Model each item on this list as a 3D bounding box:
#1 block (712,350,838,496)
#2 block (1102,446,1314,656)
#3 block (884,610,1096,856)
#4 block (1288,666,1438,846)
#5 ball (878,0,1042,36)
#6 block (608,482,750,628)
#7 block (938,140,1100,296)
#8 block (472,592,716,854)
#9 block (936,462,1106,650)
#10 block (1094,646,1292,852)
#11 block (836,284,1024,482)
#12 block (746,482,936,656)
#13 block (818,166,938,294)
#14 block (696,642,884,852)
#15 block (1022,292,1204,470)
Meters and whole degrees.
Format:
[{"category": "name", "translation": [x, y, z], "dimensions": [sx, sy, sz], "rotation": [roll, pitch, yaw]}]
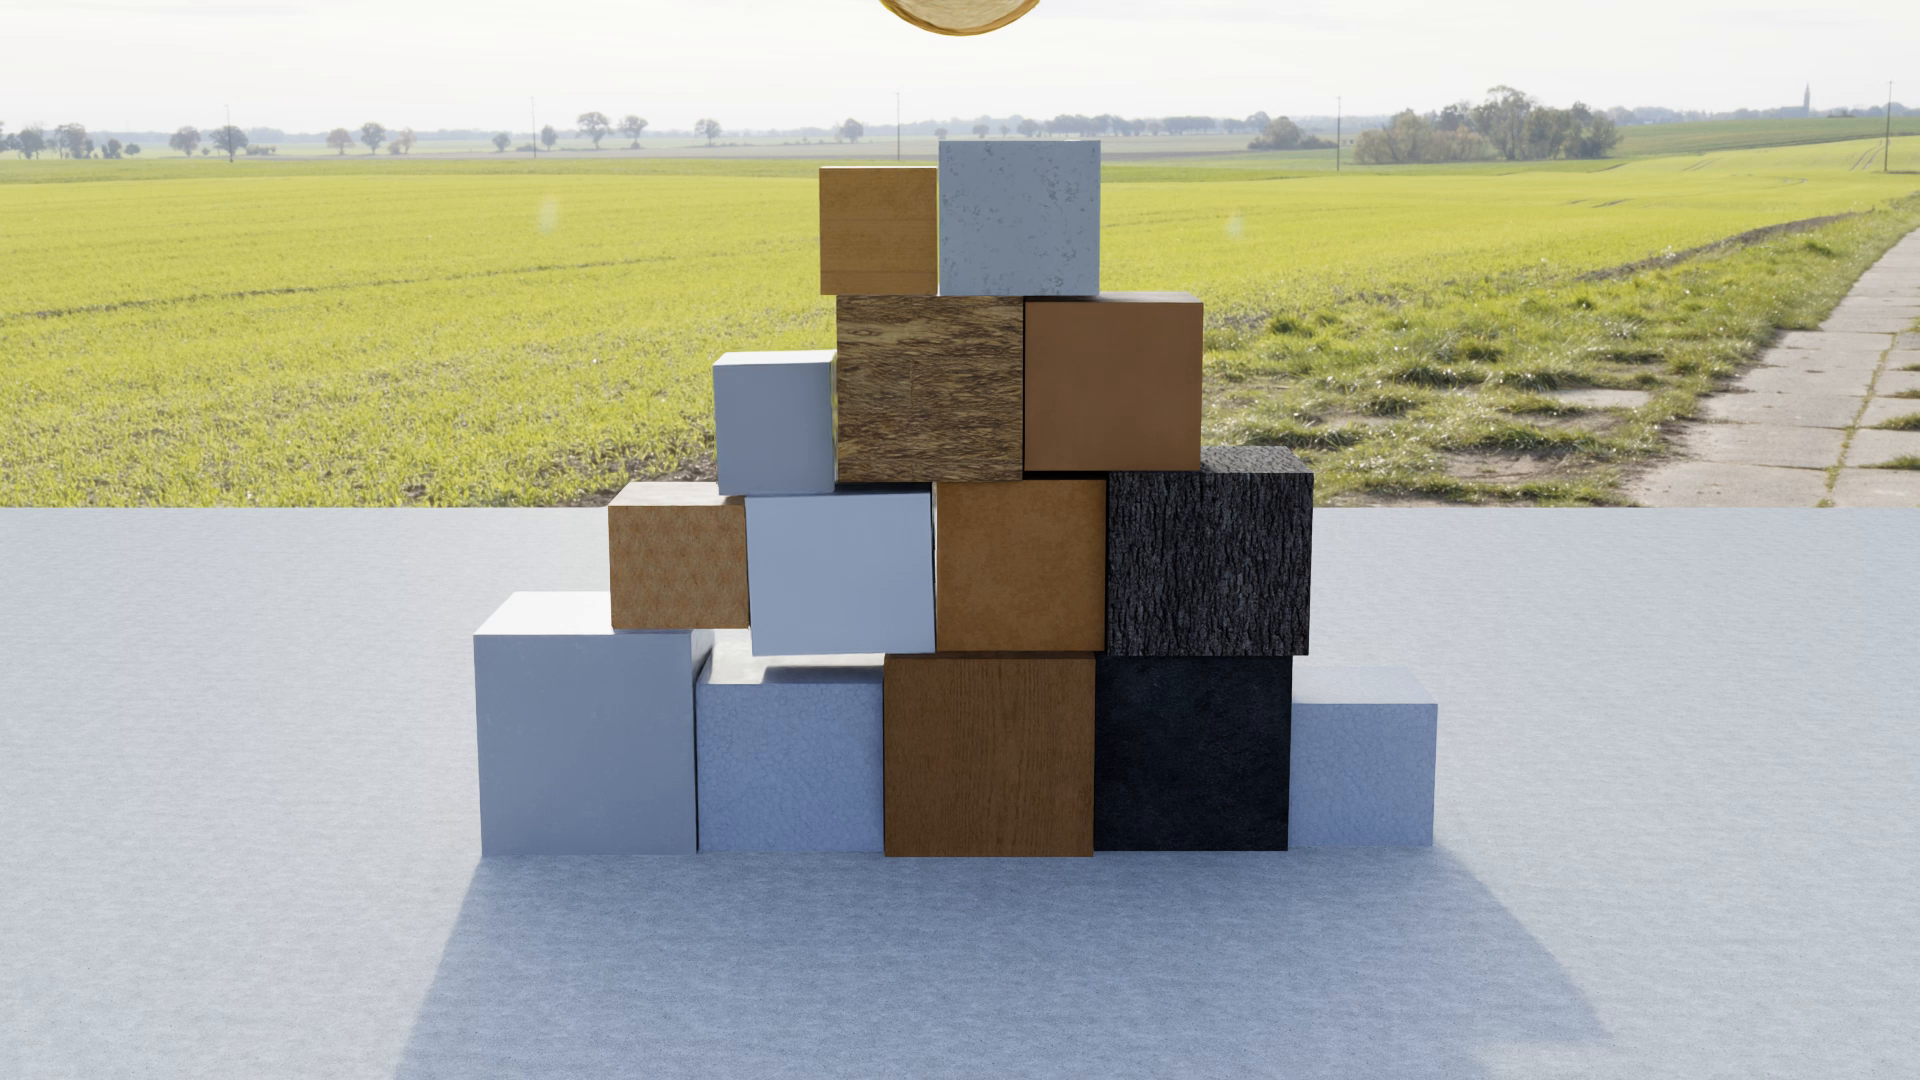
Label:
[{"category": "block", "translation": [-0.910, -0.597, 11.059], "dimensions": [0.570, 0.646, 0.612], "rotation": [-2, 10, 0]}, {"category": "block", "translation": [1.220, 0.037, 11.190], "dimensions": [0.987, 0.908, 0.945], "rotation": [0, 10, 0]}, {"category": "block", "translation": [0.145, 0.977, 11.378], "dimensions": [1.033, 1.007, 1.126], "rotation": [0, 10, 0]}, {"category": "block", "translation": [2.015, 1.109, 11.398], "dimensions": [0.731, 0.740, 0.777], "rotation": [0, 10, 0]}, {"category": "ball", "translation": [0.000, -4.394, 15.621], "dimensions": [1.600, 1.600, 1.600], "rotation": [0, 10, 0]}, {"category": "block", "translation": [-1.385, 0.069, 11.174], "dimensions": [0.676, 0.619, 0.739], "rotation": [0, 10, 0]}, {"category": "block", "translation": [0.285, -1.602, 10.870], "dimensions": [0.772, 0.735, 0.692], "rotation": [0, 10, 0]}, {"category": "block", "translation": [-1.848, 0.922, 11.356], "dimensions": [1.066, 1.124, 1.029], "rotation": [0, 10, 0]}, {"category": "block", "translation": [0.301, 0.065, 11.187], "dimensions": [0.829, 0.857, 0.716], "rotation": [0, 10, 0]}, {"category": "block", "translation": [1.155, 0.979, 11.367], "dimensions": [0.968, 1.007, 0.920], "rotation": [0, 10, 0]}, {"category": "block", "translation": [-0.145, -0.801, 11.042], "dimensions": [0.896, 0.900, 0.849], "rotation": [0, 10, 0]}, {"category": "block", "translation": [-0.586, 0.101, 11.196], "dimensions": [0.904, 0.794, 0.824], "rotation": [-2, 10, 0]}, {"category": "block", "translation": [-0.393, -1.538, 10.886], "dimensions": [0.566, 0.607, 0.579], "rotation": [0, 10, 0]}, {"category": "block", "translation": [-0.843, 1.050, 11.379], "dimensions": [0.923, 0.862, 0.928], "rotation": [0, 10, 0]}, {"category": "block", "translation": [0.743, -0.811, 11.036], "dimensions": [0.857, 0.817, 0.791], "rotation": [0, 10, 0]}]
